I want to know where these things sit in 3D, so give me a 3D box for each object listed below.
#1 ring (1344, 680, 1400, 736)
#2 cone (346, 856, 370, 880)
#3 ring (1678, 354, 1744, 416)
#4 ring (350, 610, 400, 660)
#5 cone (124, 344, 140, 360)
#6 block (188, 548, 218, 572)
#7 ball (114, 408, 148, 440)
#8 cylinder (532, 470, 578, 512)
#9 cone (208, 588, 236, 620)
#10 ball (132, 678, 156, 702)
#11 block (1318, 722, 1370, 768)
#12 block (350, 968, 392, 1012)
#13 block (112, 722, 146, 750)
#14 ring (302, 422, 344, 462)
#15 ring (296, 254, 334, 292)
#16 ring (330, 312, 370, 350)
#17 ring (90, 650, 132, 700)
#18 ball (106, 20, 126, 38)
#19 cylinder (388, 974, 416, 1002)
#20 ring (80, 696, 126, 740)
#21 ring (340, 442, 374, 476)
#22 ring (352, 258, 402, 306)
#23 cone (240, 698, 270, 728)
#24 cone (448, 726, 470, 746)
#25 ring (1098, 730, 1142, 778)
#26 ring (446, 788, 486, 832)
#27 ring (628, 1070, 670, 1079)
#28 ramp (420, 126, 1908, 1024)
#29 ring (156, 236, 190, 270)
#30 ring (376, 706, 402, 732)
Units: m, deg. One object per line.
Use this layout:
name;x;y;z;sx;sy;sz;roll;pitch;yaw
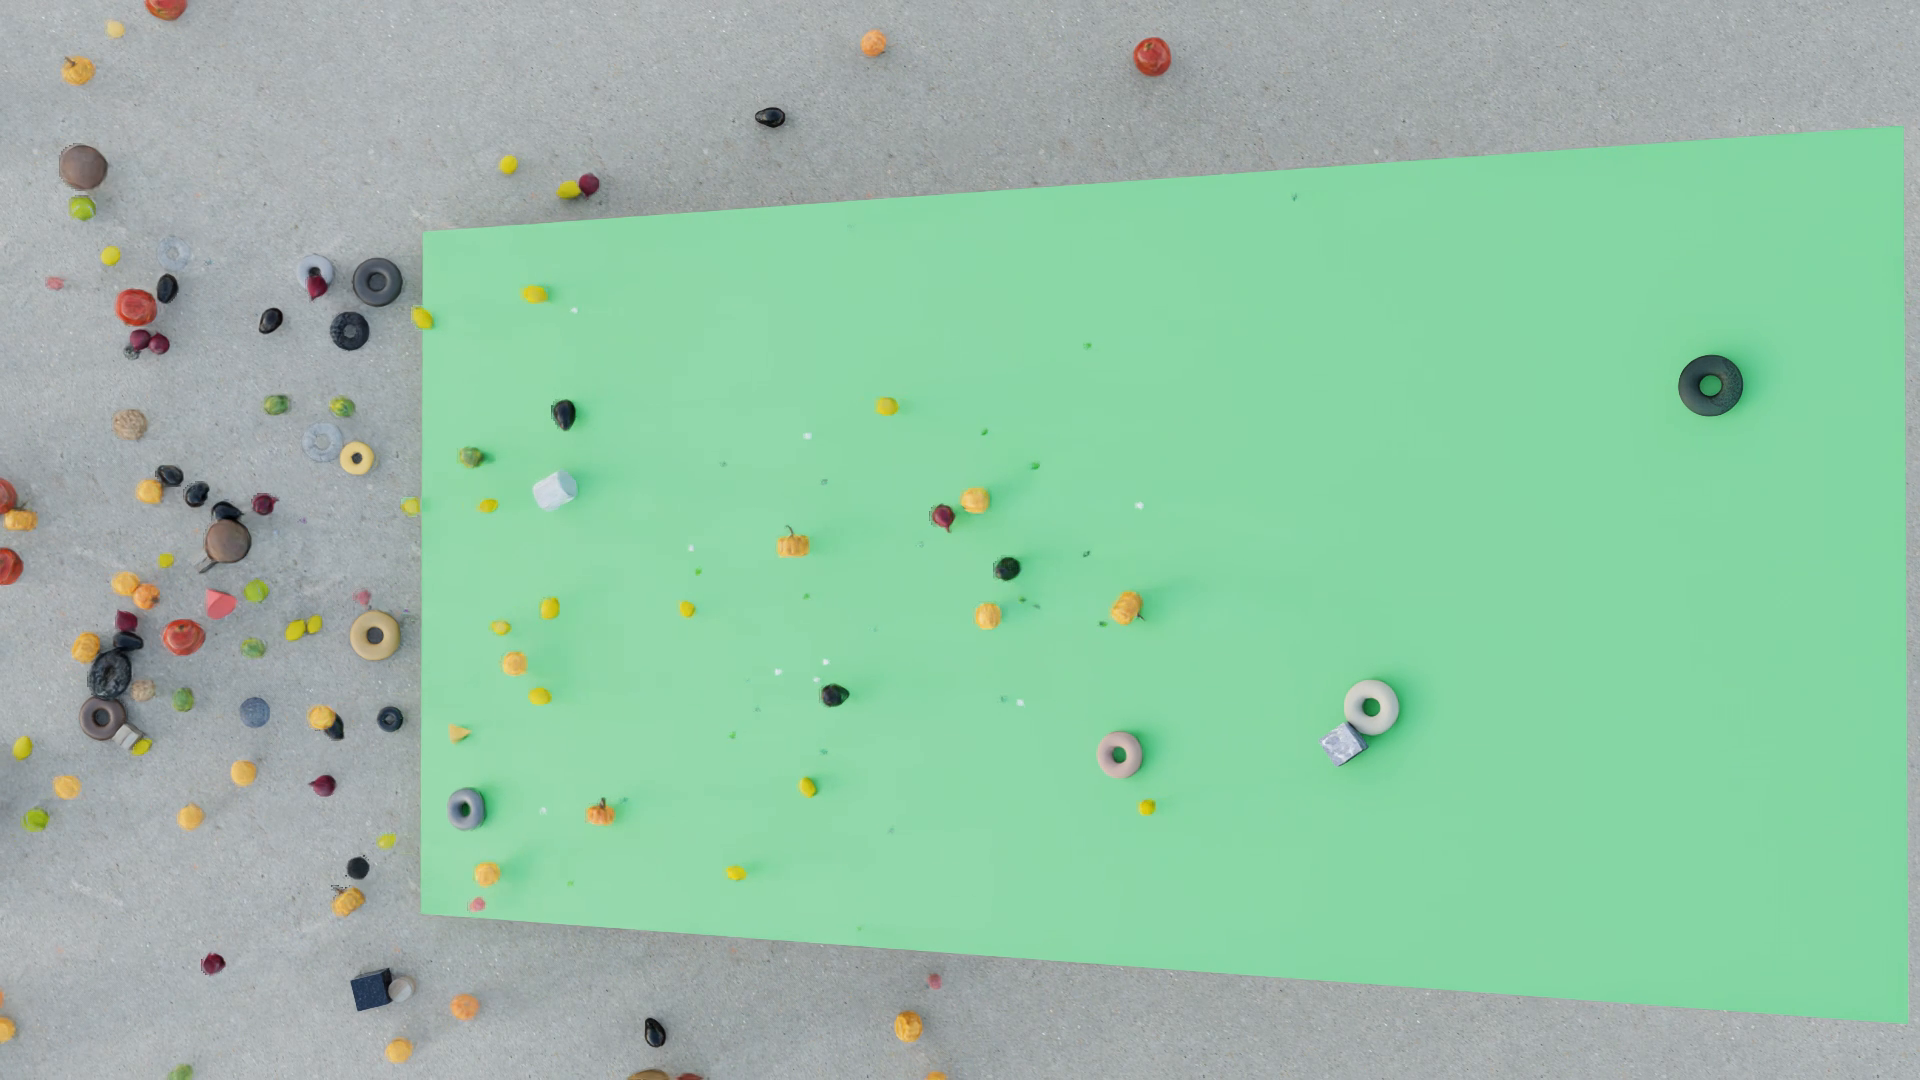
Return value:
ring;0.998;0.406;5.335;0.136;0.045;0.136;-1;88;24
cone;-1.789;0.975;6.500;0.067;0.067;0.067;0;89;0
ring;1.720;-0.354;5.039;0.143;0.048;0.143;0;89;24
ring;-1.733;0.284;6.517;0.150;0.050;0.150;0;90;-1
cone;-2.468;-0.562;6.527;0.051;0.051;0.051;0;89;0
block;-2.243;0.060;6.518;0.053;0.053;0.053;-37;89;0
ball;-2.452;-0.342;6.502;0.094;0.094;0.094;0;89;0
cylinder;-1.145;-0.140;6.222;0.090;0.090;0.090;-28;89;20
cone;-2.211;0.170;6.523;0.091;0.091;0.091;-47;63;-1
ball;-2.414;0.444;6.506;0.067;0.067;0.067;0;89;0
block;0.932;0.495;5.344;0.078;0.078;0.078;-38;76;18
block;-1.729;1.325;6.483;0.093;0.093;0.093;-14;89;0
block;-2.461;0.582;6.509;0.057;0.057;0.057;38;89;0
ring;-1.893;-0.291;6.529;0.124;0.041;0.124;0;89;-1
ring;-1.917;-0.794;6.537;0.112;0.037;0.112;0;89;1
ring;-1.813;-0.621;6.534;0.116;0.039;0.116;0;89;-1
ring;-2.508;0.398;6.495;0.147;0.049;0.147;-7;73;25
ball;-2.510;-1.519;6.538;0.051;0.051;0.051;0;89;0
cylinder;-1.647;1.324;6.495;0.068;0.068;0.068;0;89;0
ring;-2.541;0.526;6.517;0.137;0.046;0.137;0;90;-1
ring;-1.791;-0.243;6.532;0.101;0.034;0.101;0;88;-1
ring;-1.730;-0.766;6.530;0.148;0.049;0.148;0;88;-1
cone;-2.097;0.513;6.493;0.092;0.092;0.092;0;89;0
cone;-1.443;0.560;6.374;0.063;0.063;0.063;-19;89;-19
ring;0.406;0.546;5.586;0.122;0.041;0.122;-1;88;24
ring;-1.429;0.780;6.358;0.126;0.042;0.126;-1;87;23
ring;-0.925;1.602;6.460;0.146;0.146;0.049;-21;61;0
ramp;0.283;0.085;5.720;4.000;0.100;2.000;0;89;23
ring;-2.339;-0.852;6.539;0.104;0.035;0.104;0;90;1
ring;-1.692;0.532;6.526;0.077;0.026;0.077;0;88;-1
